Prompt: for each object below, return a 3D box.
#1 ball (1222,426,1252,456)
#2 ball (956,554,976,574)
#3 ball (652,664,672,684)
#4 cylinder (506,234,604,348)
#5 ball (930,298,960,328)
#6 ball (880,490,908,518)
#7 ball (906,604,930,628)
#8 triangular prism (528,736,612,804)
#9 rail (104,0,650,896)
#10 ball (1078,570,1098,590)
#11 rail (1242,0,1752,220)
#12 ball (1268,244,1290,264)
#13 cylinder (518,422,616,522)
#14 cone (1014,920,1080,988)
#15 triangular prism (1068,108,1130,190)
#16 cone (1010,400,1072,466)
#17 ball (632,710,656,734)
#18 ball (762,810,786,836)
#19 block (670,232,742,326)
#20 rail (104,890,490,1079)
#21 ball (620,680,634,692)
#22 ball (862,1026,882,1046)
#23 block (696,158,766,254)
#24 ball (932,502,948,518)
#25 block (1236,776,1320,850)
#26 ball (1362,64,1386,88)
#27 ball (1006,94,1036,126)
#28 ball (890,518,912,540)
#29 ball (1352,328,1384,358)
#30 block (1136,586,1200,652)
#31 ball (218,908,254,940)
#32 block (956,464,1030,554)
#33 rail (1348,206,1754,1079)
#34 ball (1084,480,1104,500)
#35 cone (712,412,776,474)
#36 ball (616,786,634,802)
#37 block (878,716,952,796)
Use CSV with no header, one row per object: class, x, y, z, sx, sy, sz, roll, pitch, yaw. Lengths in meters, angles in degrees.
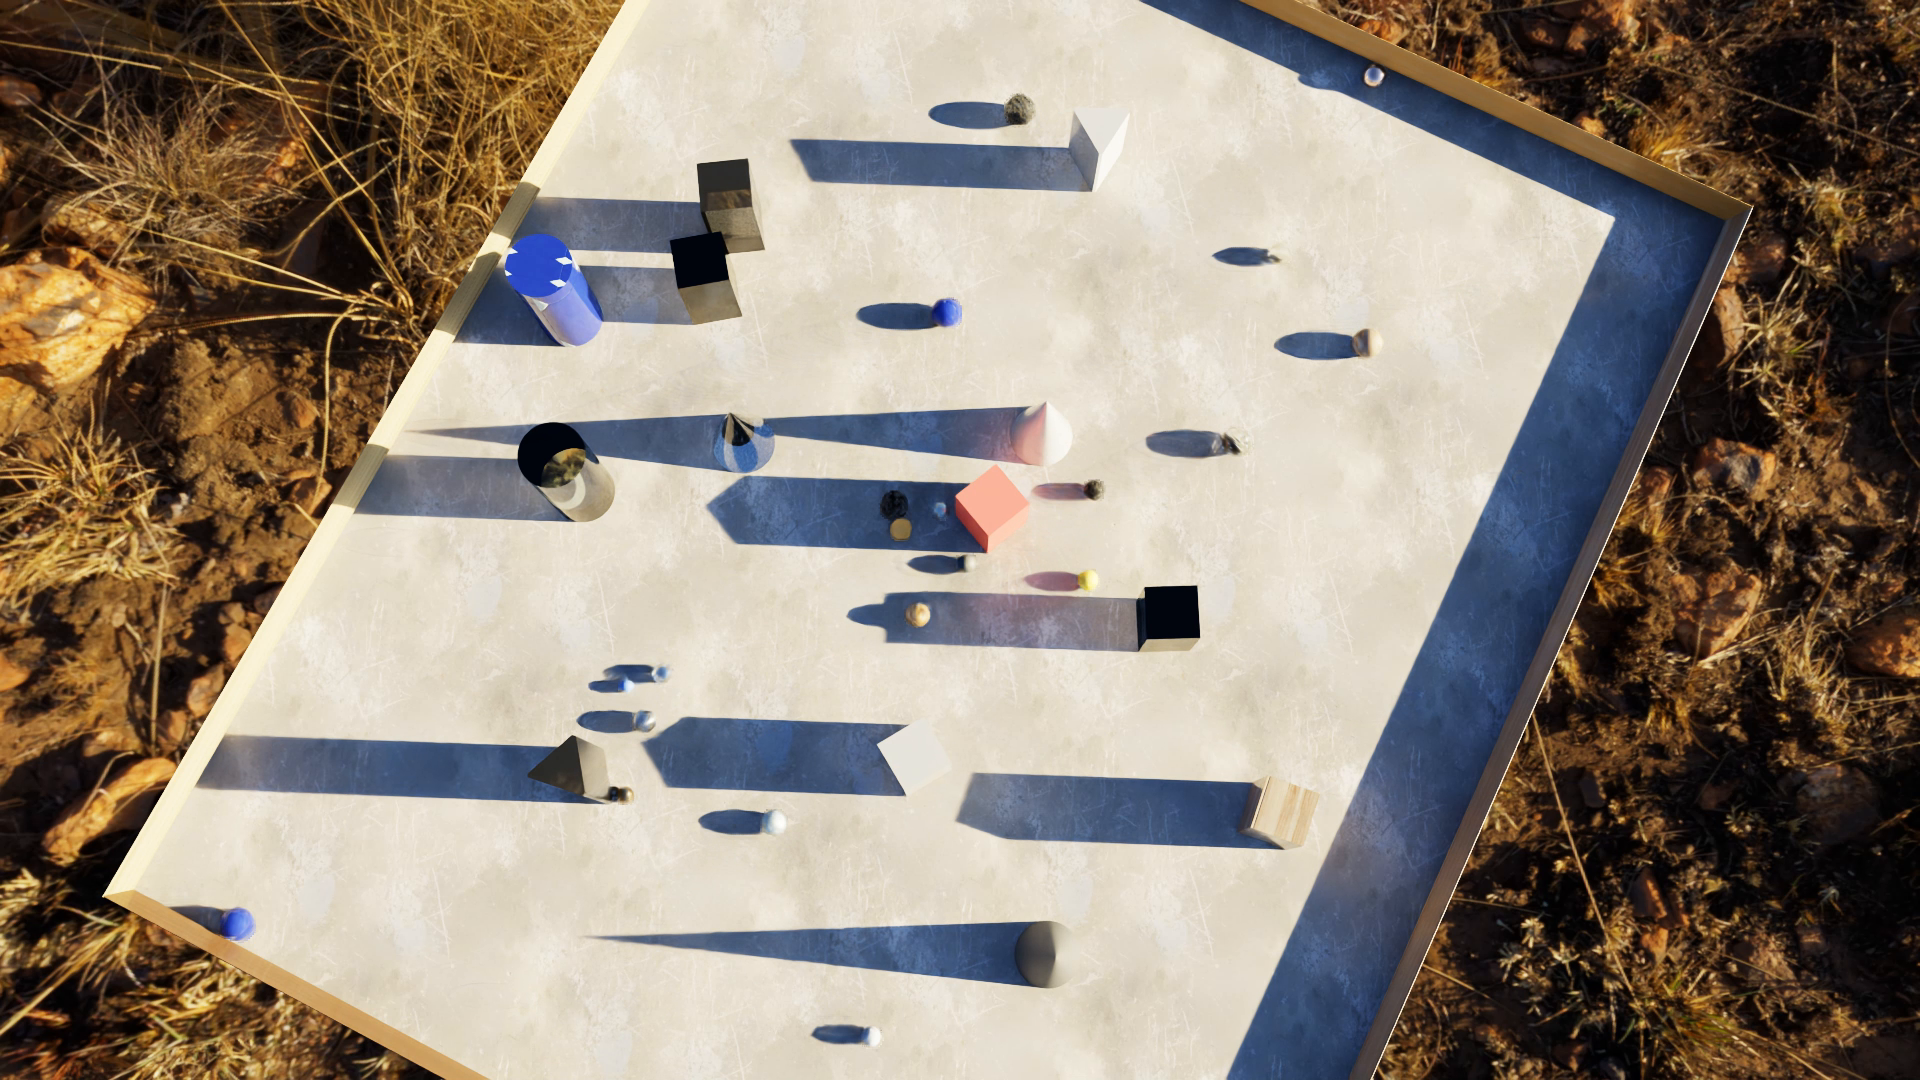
ball,0.850,-0.303,5.632,0.092,0.092,0.092,0,78,0
ball,0.019,0.072,5.571,0.060,0.060,0.060,0,78,0
ball,-0.893,0.401,5.502,0.061,0.061,0.061,0,78,0
cylinder,-1.219,-0.747,5.532,0.194,0.468,0.194,0,78,0
ball,-0.044,-0.708,5.716,0.093,0.093,0.093,0,78,0
ball,-0.199,-0.107,5.596,0.085,0.085,0.085,0,78,0
ball,-0.126,0.227,5.533,0.072,0.072,0.072,0,78,0
triangular prism,-1.094,0.650,5.274,0.168,0.408,0.146,18,79,4
rail,-1.533,-0.744,5.705,0.045,0.126,4.093,26,80,5
ball,0.388,0.122,5.559,0.063,0.063,0.063,0,78,0
rail,0.905,-1.765,5.916,3.476,0.126,0.045,26,80,5
ball,1.005,-0.900,5.769,0.067,0.067,0.067,0,78,0
cylinder,-1.160,-0.195,5.424,0.194,0.456,0.194,0,78,0
cone,0.257,1.167,5.137,0.194,0.466,0.194,0,78,0
triangular prism,0.410,-1.246,5.722,0.146,0.299,0.168,31,80,6
cone,0.252,-0.363,5.491,0.194,0.393,0.194,0,78,0
ball,-0.942,0.541,5.469,0.070,0.070,0.070,0,78,0
ball,-0.549,0.835,5.405,0.075,0.075,0.075,0,78,0
block,-0.774,-0.798,5.609,0.156,0.338,0.156,-11,79,-2
rail,-0.905,1.779,5.183,3.476,0.126,0.045,26,80,5
ball,-1.001,0.439,5.505,0.041,0.041,0.041,0,78,0
ball,-0.256,1.433,5.291,0.058,0.058,0.058,0,78,0
block,-0.703,-1.022,5.644,0.156,0.360,0.156,-6,78,-1
ball,-0.059,-0.091,5.610,0.049,0.049,0.049,0,78,0
block,0.919,0.792,5.310,0.156,0.279,0.156,19,79,4
ball,1.330,-1.491,5.885,0.078,0.078,0.078,0,78,0
ball,0.193,-1.373,5.851,0.097,0.097,0.097,0,78,0
ball,-0.179,-0.034,5.590,0.067,0.067,0.067,0,78,0
ball,1.268,-0.612,5.695,0.094,0.094,0.094,0,78,0
block,0.615,0.236,5.437,0.156,0.257,0.156,-2,78,0
ball,-2.106,1.118,5.336,0.097,0.097,0.097,0,78,0
block,0.095,-0.092,5.503,0.156,0.259,0.156,-38,81,-7
rail,1.533,0.757,5.394,0.045,0.126,4.093,26,80,5
ball,0.411,-0.152,5.617,0.062,0.062,0.062,0,78,0
cone,-0.670,-0.336,5.503,0.194,0.359,0.194,0,78,0
ball,-0.993,0.755,5.435,0.049,0.049,0.049,0,78,0
block,-0.131,0.636,5.362,0.156,0.240,0.156,-31,80,-6
